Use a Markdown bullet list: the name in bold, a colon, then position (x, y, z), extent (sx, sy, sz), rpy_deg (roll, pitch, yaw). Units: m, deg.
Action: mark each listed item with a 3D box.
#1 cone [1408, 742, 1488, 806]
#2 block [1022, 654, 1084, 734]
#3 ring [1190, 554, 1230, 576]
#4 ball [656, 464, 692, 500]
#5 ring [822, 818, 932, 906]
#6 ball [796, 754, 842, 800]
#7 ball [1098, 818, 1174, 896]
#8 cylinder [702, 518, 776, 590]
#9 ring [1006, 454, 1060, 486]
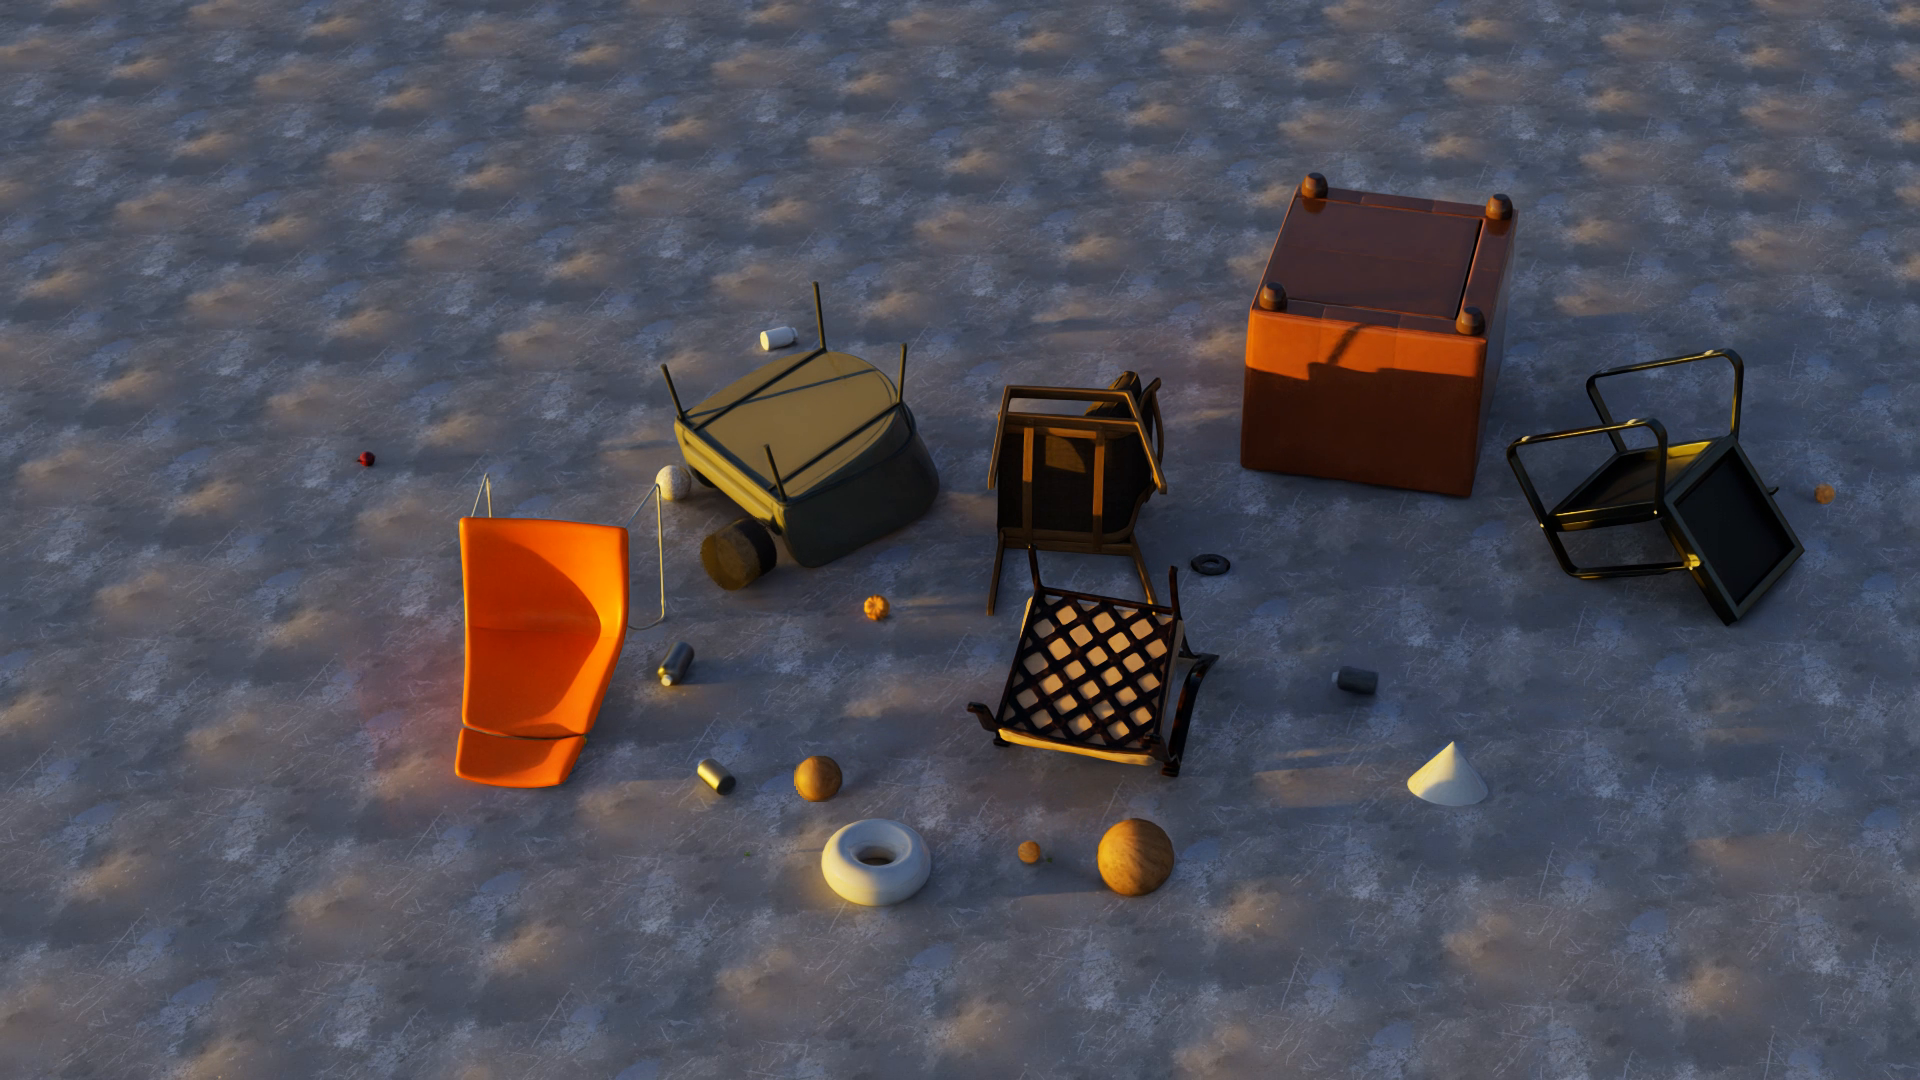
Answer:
- **cone**: position (1.615, 0.739, 9.651), extent (0.264, 0.189, 0.194), rpy_deg (6, 34, 9)
- **block**: position (0.315, 0.523, 9.978), extent (0.165, 0.190, 0.161), rpy_deg (11, 35, 17)
- **ring**: position (0.922, 0.090, 10.788), extent (0.147, 0.022, 0.132), rpy_deg (3, 34, 4)
- **ball**: position (-1.089, -0.218, 11.151), extent (0.137, 0.137, 0.137), rpy_deg (0, 33, 0)
- **ring**: position (-0.264, 1.019, 9.278), extent (0.348, 0.135, 0.345), rpy_deg (-3, 34, -6)
- **ball**: position (-0.462, 0.780, 9.624), extent (0.150, 0.150, 0.150), rpy_deg (0, 33, 0)
- **ball**: position (0.552, 0.996, 9.212), extent (0.242, 0.242, 0.242), rpy_deg (0, 33, 0)
- **cylinder**: position (-0.804, 0.052, 10.662), extent (0.160, 0.220, 0.235), rpy_deg (-31, 10, -38)
- **ring**: position (0.278, -0.268, 11.279), extent (0.213, 0.082, 0.157), rpy_deg (10, 34, 17)
